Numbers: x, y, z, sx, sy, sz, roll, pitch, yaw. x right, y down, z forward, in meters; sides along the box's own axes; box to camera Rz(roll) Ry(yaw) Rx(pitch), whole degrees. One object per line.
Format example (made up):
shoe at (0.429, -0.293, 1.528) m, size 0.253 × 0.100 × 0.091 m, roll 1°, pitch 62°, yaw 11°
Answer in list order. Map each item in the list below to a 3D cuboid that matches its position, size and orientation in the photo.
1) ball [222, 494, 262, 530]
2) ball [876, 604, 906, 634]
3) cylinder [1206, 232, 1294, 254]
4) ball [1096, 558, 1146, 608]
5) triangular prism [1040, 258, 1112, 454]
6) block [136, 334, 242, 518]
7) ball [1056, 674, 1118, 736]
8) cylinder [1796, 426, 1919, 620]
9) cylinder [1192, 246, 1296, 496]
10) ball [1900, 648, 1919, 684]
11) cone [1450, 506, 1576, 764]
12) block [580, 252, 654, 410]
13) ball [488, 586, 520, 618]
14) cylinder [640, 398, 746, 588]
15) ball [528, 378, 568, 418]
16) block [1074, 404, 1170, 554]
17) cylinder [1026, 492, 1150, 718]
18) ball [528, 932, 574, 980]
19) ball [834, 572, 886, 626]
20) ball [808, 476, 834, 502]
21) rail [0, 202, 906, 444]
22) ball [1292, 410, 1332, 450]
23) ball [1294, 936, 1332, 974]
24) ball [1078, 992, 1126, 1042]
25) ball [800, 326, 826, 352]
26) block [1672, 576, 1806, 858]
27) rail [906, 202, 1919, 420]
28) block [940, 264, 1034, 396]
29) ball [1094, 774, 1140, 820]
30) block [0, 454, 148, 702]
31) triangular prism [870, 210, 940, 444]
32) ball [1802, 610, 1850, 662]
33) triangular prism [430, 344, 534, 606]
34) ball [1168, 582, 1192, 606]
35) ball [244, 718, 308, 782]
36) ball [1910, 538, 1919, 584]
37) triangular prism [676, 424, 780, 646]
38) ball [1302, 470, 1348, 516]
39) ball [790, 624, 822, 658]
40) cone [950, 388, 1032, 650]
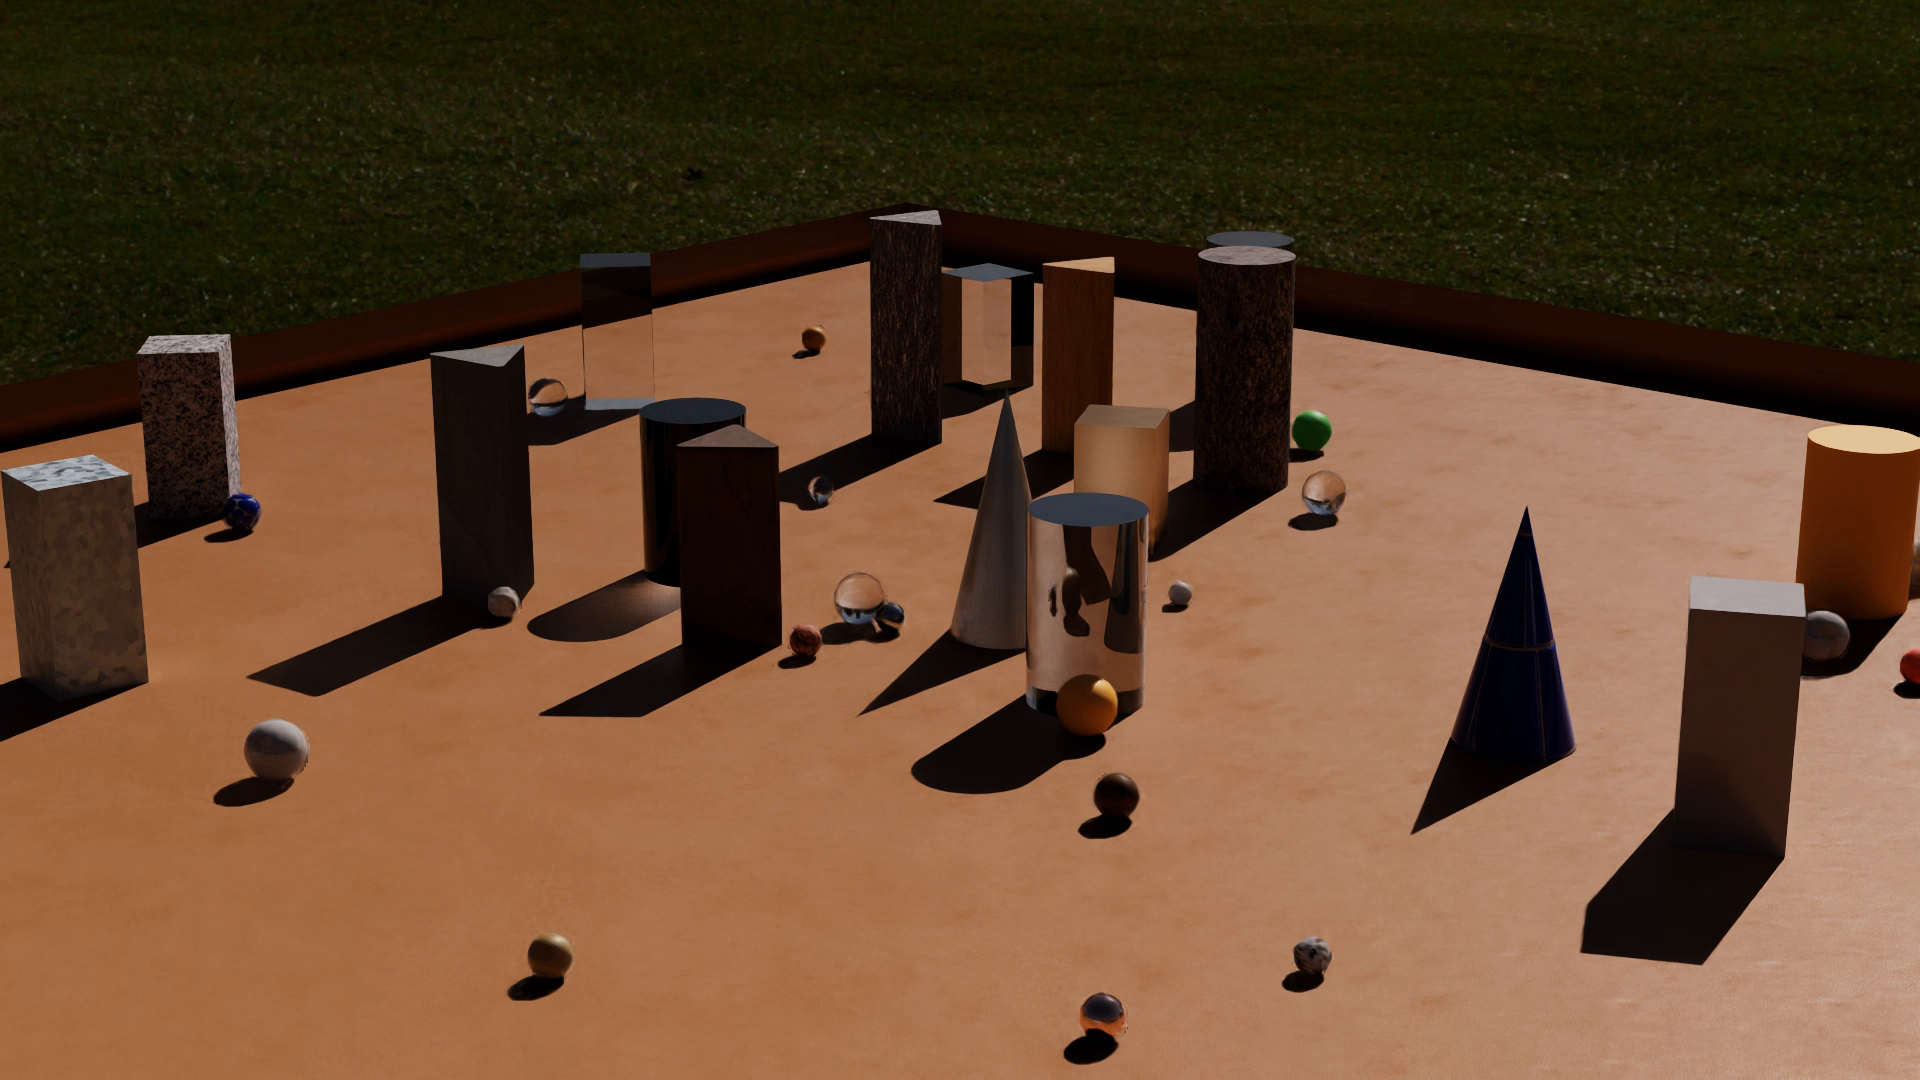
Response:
ball at (-1.344, -0.052, 5.488) m, size 0.071 × 0.071 × 0.071 m, roll 0°, pitch 17°, yaw 0°
ball at (-0.115, 0.131, 4.917) m, size 0.050 × 0.050 × 0.050 m, roll 0°, pitch 17°, yaw 0°
cylinder at (0.630, -0.481, 6.412) m, size 0.189 × 0.357 × 0.189 m, roll 0°, pitch 17°, yaw 0°
ball at (0.277, 0.074, 5.045) m, size 0.086 × 0.086 × 0.086 m, roll 0°, pitch 17°, yaw 0°
triangular prism at (0.274, -0.378, 6.015) m, size 0.163 × 0.389 × 0.141 m, roll 11°, pitch 20°, yaw 31°
block at (-1.471, -0.218, 5.605) m, size 0.151 × 0.321 × 0.151 m, roll -2°, pitch 17°, yaw -5°
ball at (0.193, 0.250, 4.446) m, size 0.094 × 0.094 × 0.094 m, roll 0°, pitch 17°, yaw 0°
cylinder at (1.542, -0.032, 5.036) m, size 0.189 × 0.293 × 0.189 m, roll 0°, pitch 17°, yaw 0°
cylinder at (0.556, -0.333, 5.749) m, size 0.189 × 0.457 × 0.189 m, roll 0°, pitch 17°, yaw 0°
ball at (1.528, 0.201, 4.670) m, size 0.059 × 0.059 × 0.059 m, roll 0°, pitch 17°, yaw 0°
cone at (0.836, 0.126, 4.376) m, size 0.189 × 0.373 × 0.189 m, roll 0°, pitch 17°, yaw 0°
block at (-0.748, -0.457, 6.405) m, size 0.151 × 0.315 × 0.151 m, roll -2°, pitch 17°, yaw -6°
ball at (-0.777, 0.106, 4.991) m, size 0.054 × 0.054 × 0.054 m, roll 0°, pitch 17°, yaw 0°
cylinder at (-0.470, -0.085, 5.205) m, size 0.189 × 0.298 × 0.189 m, roll 0°, pitch 17°, yaw 0°
ball at (-0.887, -0.307, 6.306) m, size 0.084 × 0.084 × 0.084 m, roll 0°, pitch 17°, yaw 0°
block at (0.298, -0.114, 5.404) m, size 0.151 × 0.236 × 0.151 m, roll 4°, pitch 17°, yaw 13°
cylinder at (0.197, 0.101, 4.565) m, size 0.189 × 0.311 × 0.189 m, roll 0°, pitch 17°, yaw 0°
ball at (-0.507, 0.516, 3.632) m, size 0.057 × 0.057 × 0.057 m, roll 0°, pitch 17°, yaw 0°
ball at (-0.169, 0.100, 4.952) m, size 0.090 × 0.090 × 0.090 m, roll 0°, pitch 17°, yaw 0°
ball at (-0.269, -0.099, 5.675) m, size 0.051 × 0.051 × 0.051 m, roll 0°, pitch 17°, yaw 0°
rail at (-1.612, -0.374, 6.460) m, size 0.045 × 0.122 × 4.516 m, roll 14°, pitch 22°, yaw 39°
ball at (0.725, -0.225, 6.041) m, size 0.082 × 0.082 × 0.082 m, roll 0°, pitch 17°, yaw 0°
ball at (0.438, 0.517, 3.646) m, size 0.047 × 0.047 × 0.047 m, roll 0°, pitch 17°, yaw 0°
ball at (0.169, 0.565, 3.471) m, size 0.057 × 0.057 × 0.057 m, roll 0°, pitch 17°, yaw 0°
ball at (-0.345, -0.473, 6.901) m, size 0.059 × 0.059 × 0.059 m, roll 0°, pitch 17°, yaw 0°
block at (1.071, 0.242, 4.039) m, size 0.151 × 0.346 × 0.151 m, roll 4°, pitch 17°, yaw 14°
rail at (1.465, -0.457, 6.736) m, size 4.316 × 0.122 × 0.045 m, roll 14°, pitch 22°, yaw 39°
block at (0.059, -0.472, 6.554) m, size 0.151 × 0.257 × 0.151 m, roll -14°, pitch 22°, yaw -39°
ball at (0.221, 0.361, 4.129) m, size 0.066 × 0.066 × 0.066 m, roll 0°, pitch 17°, yaw 0°
block at (-1.402, 0.059, 4.647) m, size 0.151 × 0.345 × 0.151 m, roll -13°, pitch 21°, yaw -37°
triangular prism at (-0.082, -0.450, 6.132) m, size 0.163 × 0.460 × 0.141 m, roll 8°, pitch 19°, yaw 26°
ball at (1.405, 0.156, 4.777) m, size 0.084 × 0.084 × 0.084 m, roll 0°, pitch 17°, yaw 0°
triangular prism at (-0.795, -0.114, 5.068) m, size 0.163 × 0.432 × 0.141 m, roll 11°, pitch 20°, yaw 33°
ball at (0.380, 0.092, 5.062) m, size 0.041 × 0.041 × 0.041 m, roll 0°, pitch 17°, yaw 0°
ball at (-0.997, 0.306, 4.270) m, size 0.090 × 0.090 × 0.090 m, roll 0°, pitch 17°, yaw 0°
ball at (1.673, 0.038, 5.169) m, size 0.082 × 0.082 × 0.082 m, roll 0°, pitch 17°, yaw 0°
triangular prism at (-0.377, -0.009, 4.878) m, size 0.163 × 0.341 × 0.141 m, roll 0°, pitch 17°, yaw 2°
ball at (0.694, -0.089, 5.581) m, size 0.087 × 0.087 × 0.087 m, roll 0°, pitch 17°, yaw 0°
ball at (-0.252, 0.165, 4.799) m, size 0.054 × 0.054 × 0.054 m, roll 0°, pitch 17°, yaw 0°
cone at (0.077, -0.049, 4.870) m, size 0.189 × 0.422 × 0.189 m, roll 0°, pitch 17°, yaw 0°
